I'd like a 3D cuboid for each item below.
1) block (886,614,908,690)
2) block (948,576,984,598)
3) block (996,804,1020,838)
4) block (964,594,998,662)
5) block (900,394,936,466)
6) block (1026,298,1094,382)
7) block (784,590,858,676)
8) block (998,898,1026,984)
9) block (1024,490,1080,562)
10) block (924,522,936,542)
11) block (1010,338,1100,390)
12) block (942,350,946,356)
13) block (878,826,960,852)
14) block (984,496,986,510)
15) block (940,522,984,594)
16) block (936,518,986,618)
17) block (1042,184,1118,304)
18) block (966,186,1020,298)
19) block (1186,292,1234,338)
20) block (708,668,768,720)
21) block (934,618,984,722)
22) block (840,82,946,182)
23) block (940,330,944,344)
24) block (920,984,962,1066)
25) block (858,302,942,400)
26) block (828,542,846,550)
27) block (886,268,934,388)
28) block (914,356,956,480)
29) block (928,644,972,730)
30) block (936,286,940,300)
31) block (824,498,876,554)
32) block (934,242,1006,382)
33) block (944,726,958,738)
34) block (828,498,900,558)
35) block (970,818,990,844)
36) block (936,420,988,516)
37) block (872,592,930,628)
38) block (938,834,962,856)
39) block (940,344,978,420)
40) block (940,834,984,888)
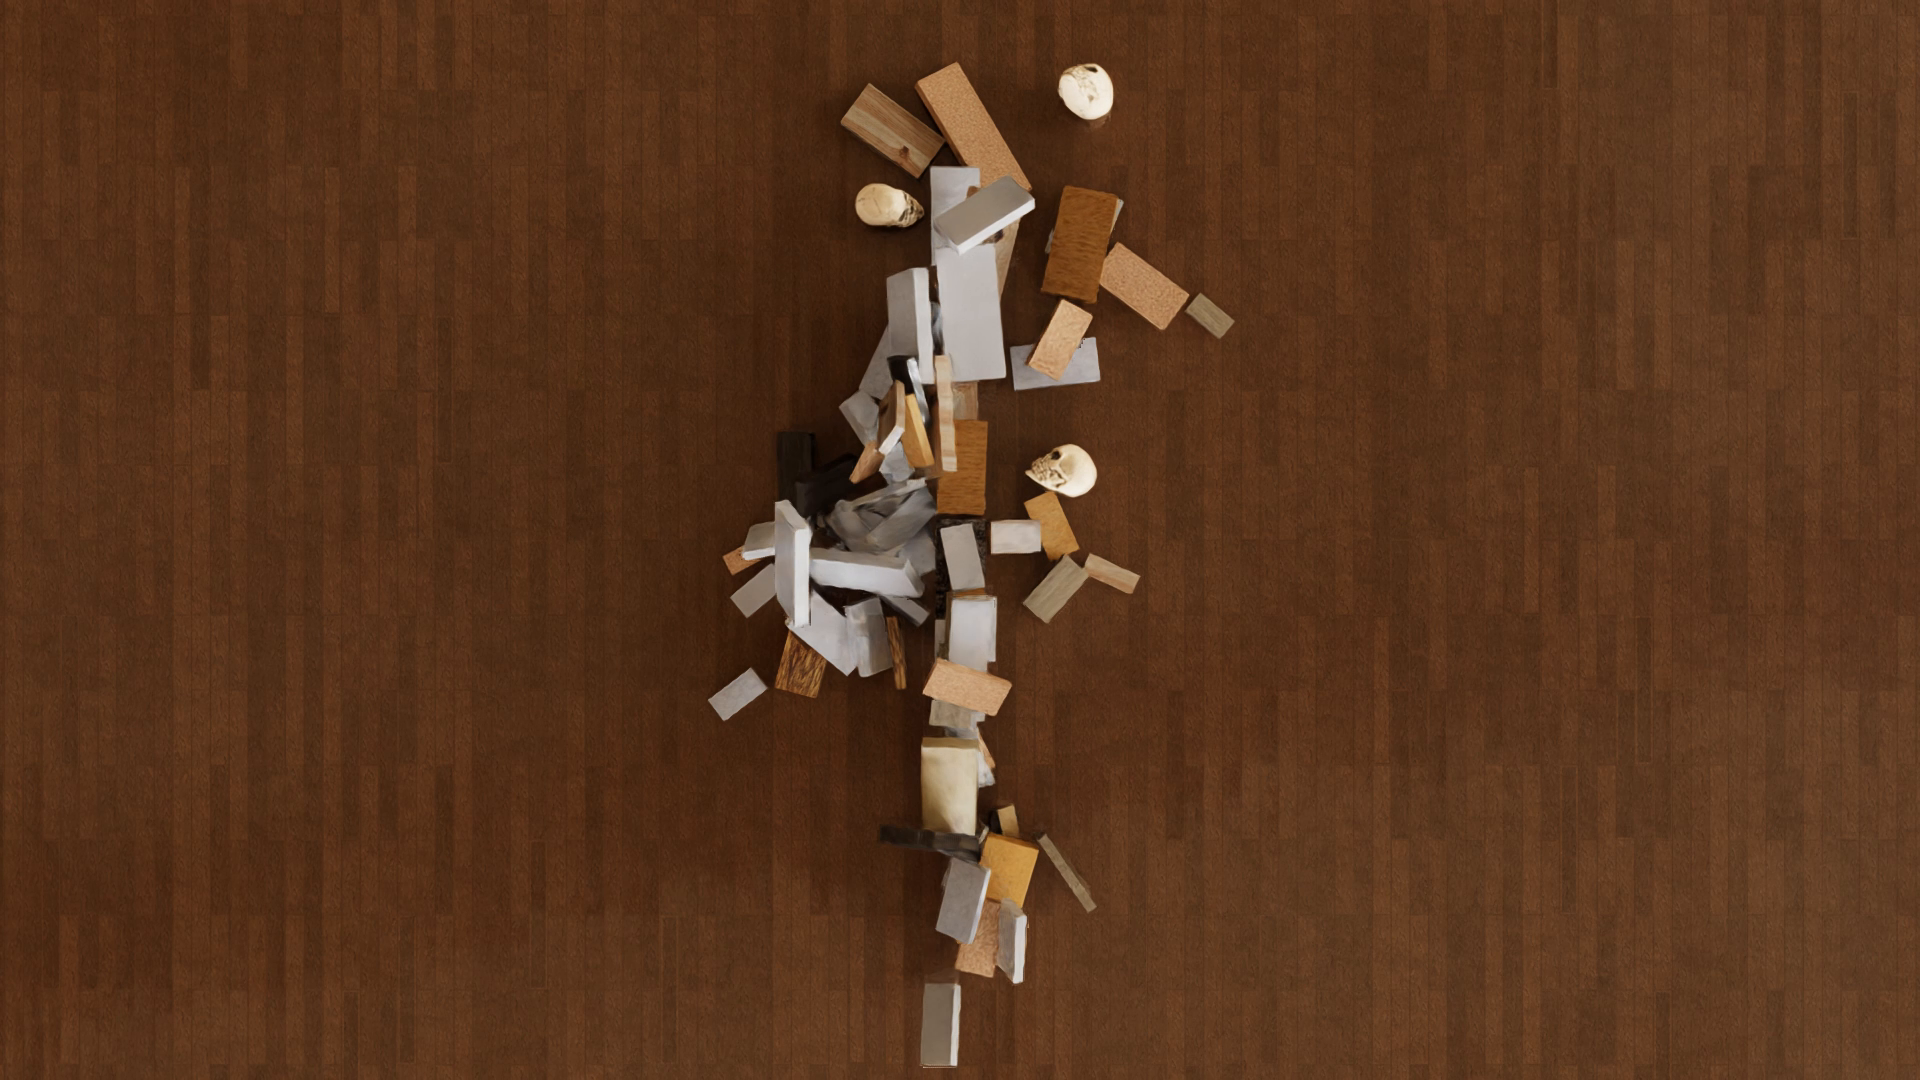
[{"bbox_3d":[-0.206,0.368,5.440,0.034,0.119,0.239,-8,90,2],"label":"block"},{"bbox_3d":[0.027,0.191,5.086,0.102,0.029,0.203,-6,71,-3],"label":"block"},{"bbox_3d":[0.159,0.932,5.439,0.057,0.016,0.114,-16,105,-16],"label":"block"},{"bbox_3d":[0.058,0.268,5.014,0.102,0.029,0.203,1,107,-1],"label":"block"},{"bbox_3d":[-0.149,-0.338,5.094,0.032,0.113,0.225,-22,103,-28],"label":"block"},{"bbox_3d":[0.325,-0.656,5.411,0.122,0.034,0.243,26,95,-17],"label":"block"},{"bbox_3d":[-0.424,0.306,5.412,0.144,0.041,0.288,-47,119,0],"label":"block"},{"bbox_3d":[0.167,1.293,5.330,0.034,0.121,0.242,-6,110,-23],"label":"block"},{"bbox_3d":[0.304,-0.048,5.485,0.108,0.031,0.216,-24,90,0],"label":"block"},{"bbox_3d":[-0.156,-0.002,5.489,0.139,0.020,0.070,-22,90,0],"label":"block"},{"bbox_3d":[0.315,-0.585,5.480,0.285,0.040,0.143,-7,90,0],"label":"block"},{"bbox_3d":[0.019,-0.722,5.196,0.141,0.040,0.282,1,90,-1],"label":"block"},{"bbox_3d":[-0.126,0.954,5.263,0.175,0.351,0.050,3,78,14],"label":"block"},{"bbox_3d":[0.008,-0.120,5.352,0.147,0.294,0.042,0,91,0],"label":"block"},{"bbox_3d":[0.007,0.055,5.098,0.102,0.029,0.203,-11,73,-4],"label":"block"},{"bbox_3d":[0.002,0.090,5.167,0.155,0.044,0.311,0,90,0],"label":"block"},{"bbox_3d":[0.395,-0.974,5.440,0.180,0.051,0.360,12,88,5],"label":"block"},{"bbox_3d":[0.072,-0.906,5.150,0.180,0.051,0.360,14,90,-1],"label":"block"},{"bbox_3d":[0.832,-0.746,5.489,0.150,0.021,0.075,40,90,0],"label":"block"},{"bbox_3d":[-0.739,0.513,5.487,0.179,0.025,0.090,-37,90,0],"label":"block"},{"bbox_3d":[0.000,0.407,5.160,0.158,0.045,0.317,1,90,0],"label":"block"},{"bbox_3d":[-0.220,-1.353,5.477,0.319,0.045,0.159,37,90,0],"label":"block"},{"bbox_3d":[0.005,-0.647,5.358,0.141,0.282,0.040,3,92,0],"label":"block"},{"bbox_3d":[-0.063,1.584,5.391,0.127,0.036,0.254,-11,67,37],"label":"block"},{"bbox_3d":[-0.184,-0.623,5.428,0.180,0.051,0.359,25,90,34],"label":"block"},{"bbox_3d":[-0.462,0.054,5.434,0.163,0.081,0.023,-24,93,19],"label":"block"},{"bbox_3d":[-0.154,-0.654,5.143,0.051,0.180,0.359,-3,89,-29],"label":"block"},{"bbox_3d":[-0.087,-0.378,5.145,0.051,0.180,0.359,0,82,-29],"label":"block"},{"bbox_3d":[-0.017,0.445,5.024,0.125,0.035,0.250,7,103,-4],"label":"block"},{"bbox_3d":[-0.005,-0.812,5.357,0.141,0.282,0.040,-8,100,-1],"label":"block"},{"bbox_3d":[-0.345,-0.028,5.410,0.099,0.028,0.199,-44,78,20],"label":"block"},{"bbox_3d":[0.034,-0.703,5.106,0.180,0.051,0.414,-4,106,5],"label":"block"},{"bbox_3d":[0.004,0.618,5.342,0.100,0.028,0.201,-5,134,3],"label":"block"},{"bbox_3d":[-0.305,-0.035,5.431,0.253,0.036,0.126,21,100,19],"label":"block"},{"bbox_3d":[0.054,0.951,5.434,0.016,0.114,0.057,30,88,-26],"label":"block"},{"bbox_3d":[0.007,-0.229,5.184,0.147,0.042,0.294,2,90,0],"label":"block"},{"bbox_3d":[-0.242,0.172,5.420,0.310,0.155,0.044,37,81,0],"label":"block"},{"bbox_3d":[-0.031,0.983,5.491,0.064,0.018,0.129,23,90,0],"label":"block"},{"bbox_3d":[-0.004,-0.502,5.248,0.117,0.033,0.234,0,90,0],"label":"block"},{"bbox_3d":[0.015,1.078,5.486,0.093,0.026,0.185,23,90,-1],"label":"block"}]
